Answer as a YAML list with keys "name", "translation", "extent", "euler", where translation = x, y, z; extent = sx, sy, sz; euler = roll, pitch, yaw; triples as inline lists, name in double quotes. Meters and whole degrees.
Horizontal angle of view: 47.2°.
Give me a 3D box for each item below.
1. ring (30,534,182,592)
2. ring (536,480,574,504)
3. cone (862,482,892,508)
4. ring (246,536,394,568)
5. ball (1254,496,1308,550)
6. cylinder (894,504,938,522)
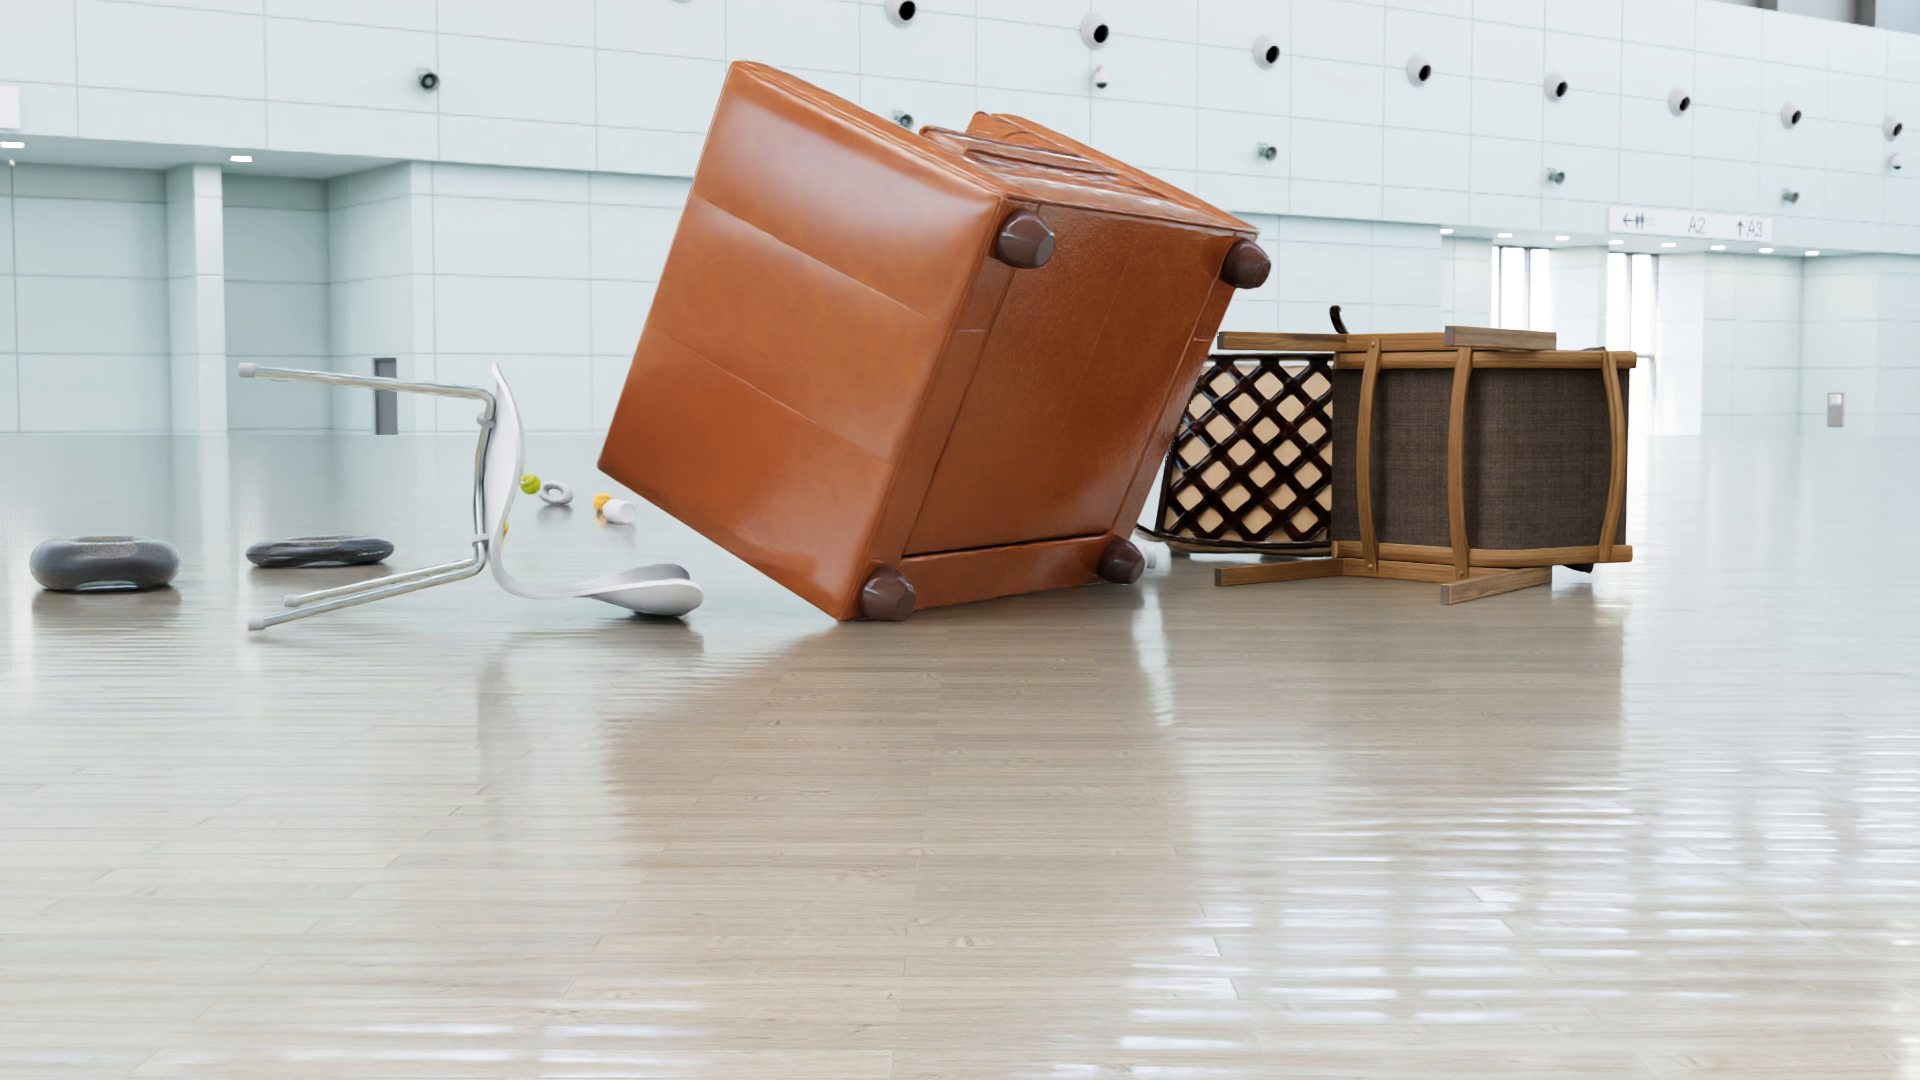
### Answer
- name: "ring"
  translation: [-1.949, 0.051, 5.018]
  extent: [0.324, 0.109, 0.506]
  euler: [-1, 3, -20]
- name: "ring"
  translation: [-1.579, -0.184, 8.568]
  extent: [0.150, 0.094, 0.078]
  euler: [14, -5, 0]
- name: "cone"
  translation: [-0.333, -0.144, 8.303]
  extent: [0.128, 0.089, 0.169]
  euler: [-25, 12, 21]
- name: "ring"
  translation: [-1.646, 0.028, 5.665]
  extent: [0.314, 0.066, 0.389]
  euler: [3, 5, 43]
- name: "ball"
  translation: [0.897, -0.048, 6.148]
  extent: [0.150, 0.150, 0.150]
  euler: [0, 4, 0]
- name: "cylinder"
  translation: [-0.149, -0.090, 7.434]
  extent: [0.130, 0.058, 0.092]
  euler: [3, 4, 14]
